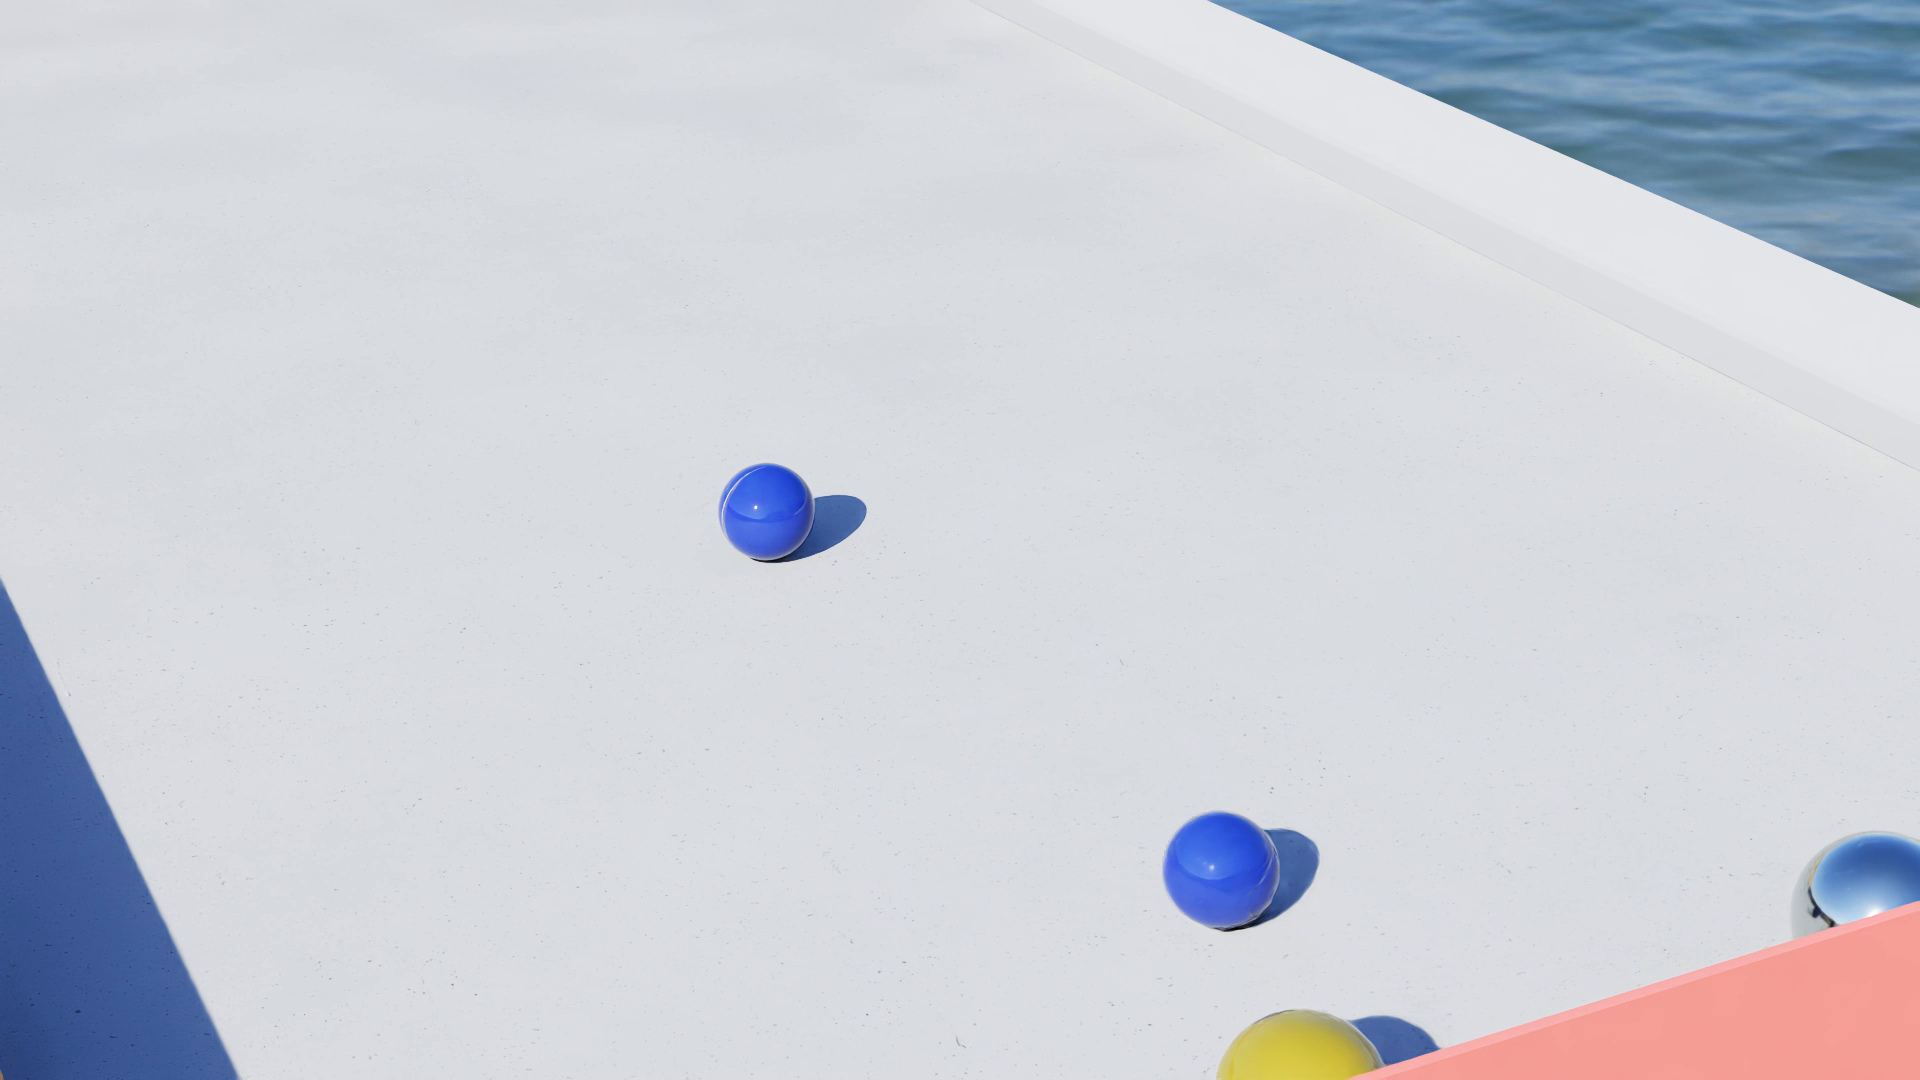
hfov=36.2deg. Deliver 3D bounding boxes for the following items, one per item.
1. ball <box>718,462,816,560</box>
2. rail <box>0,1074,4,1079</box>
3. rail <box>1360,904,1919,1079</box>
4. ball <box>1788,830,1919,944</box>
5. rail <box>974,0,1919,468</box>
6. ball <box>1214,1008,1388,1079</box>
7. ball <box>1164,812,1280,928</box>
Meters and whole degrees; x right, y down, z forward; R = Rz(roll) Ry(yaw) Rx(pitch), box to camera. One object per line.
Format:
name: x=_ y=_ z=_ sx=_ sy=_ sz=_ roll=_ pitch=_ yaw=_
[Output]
ball: x=-0.143 y=-0.021 z=2.177 sx=0.073 sy=0.073 sz=0.073 roll=0 pitch=25 yaw=0
rail: x=-1.034 y=-0.169 z=2.433 sx=0.045 sy=0.127 sz=3.142 roll=-12 pitch=27 yaw=-24
rail: x=0.342 y=0.265 z=1.486 sx=1.572 sy=0.127 sz=0.045 roll=-12 pitch=27 yaw=-24
ball: x=0.513 y=0.211 z=1.642 sx=0.097 sy=0.097 sz=0.097 roll=0 pitch=25 yaw=0
rail: x=0.329 y=-0.454 z=3.054 sx=0.045 sy=0.127 sz=3.142 roll=-12 pitch=27 yaw=-24
ball: x=0.173 y=0.283 z=1.491 sx=0.091 sy=0.091 sz=0.091 roll=0 pitch=25 yaw=0
ball: x=0.153 y=0.193 z=1.717 sx=0.068 sy=0.068 sz=0.068 roll=0 pitch=25 yaw=0
